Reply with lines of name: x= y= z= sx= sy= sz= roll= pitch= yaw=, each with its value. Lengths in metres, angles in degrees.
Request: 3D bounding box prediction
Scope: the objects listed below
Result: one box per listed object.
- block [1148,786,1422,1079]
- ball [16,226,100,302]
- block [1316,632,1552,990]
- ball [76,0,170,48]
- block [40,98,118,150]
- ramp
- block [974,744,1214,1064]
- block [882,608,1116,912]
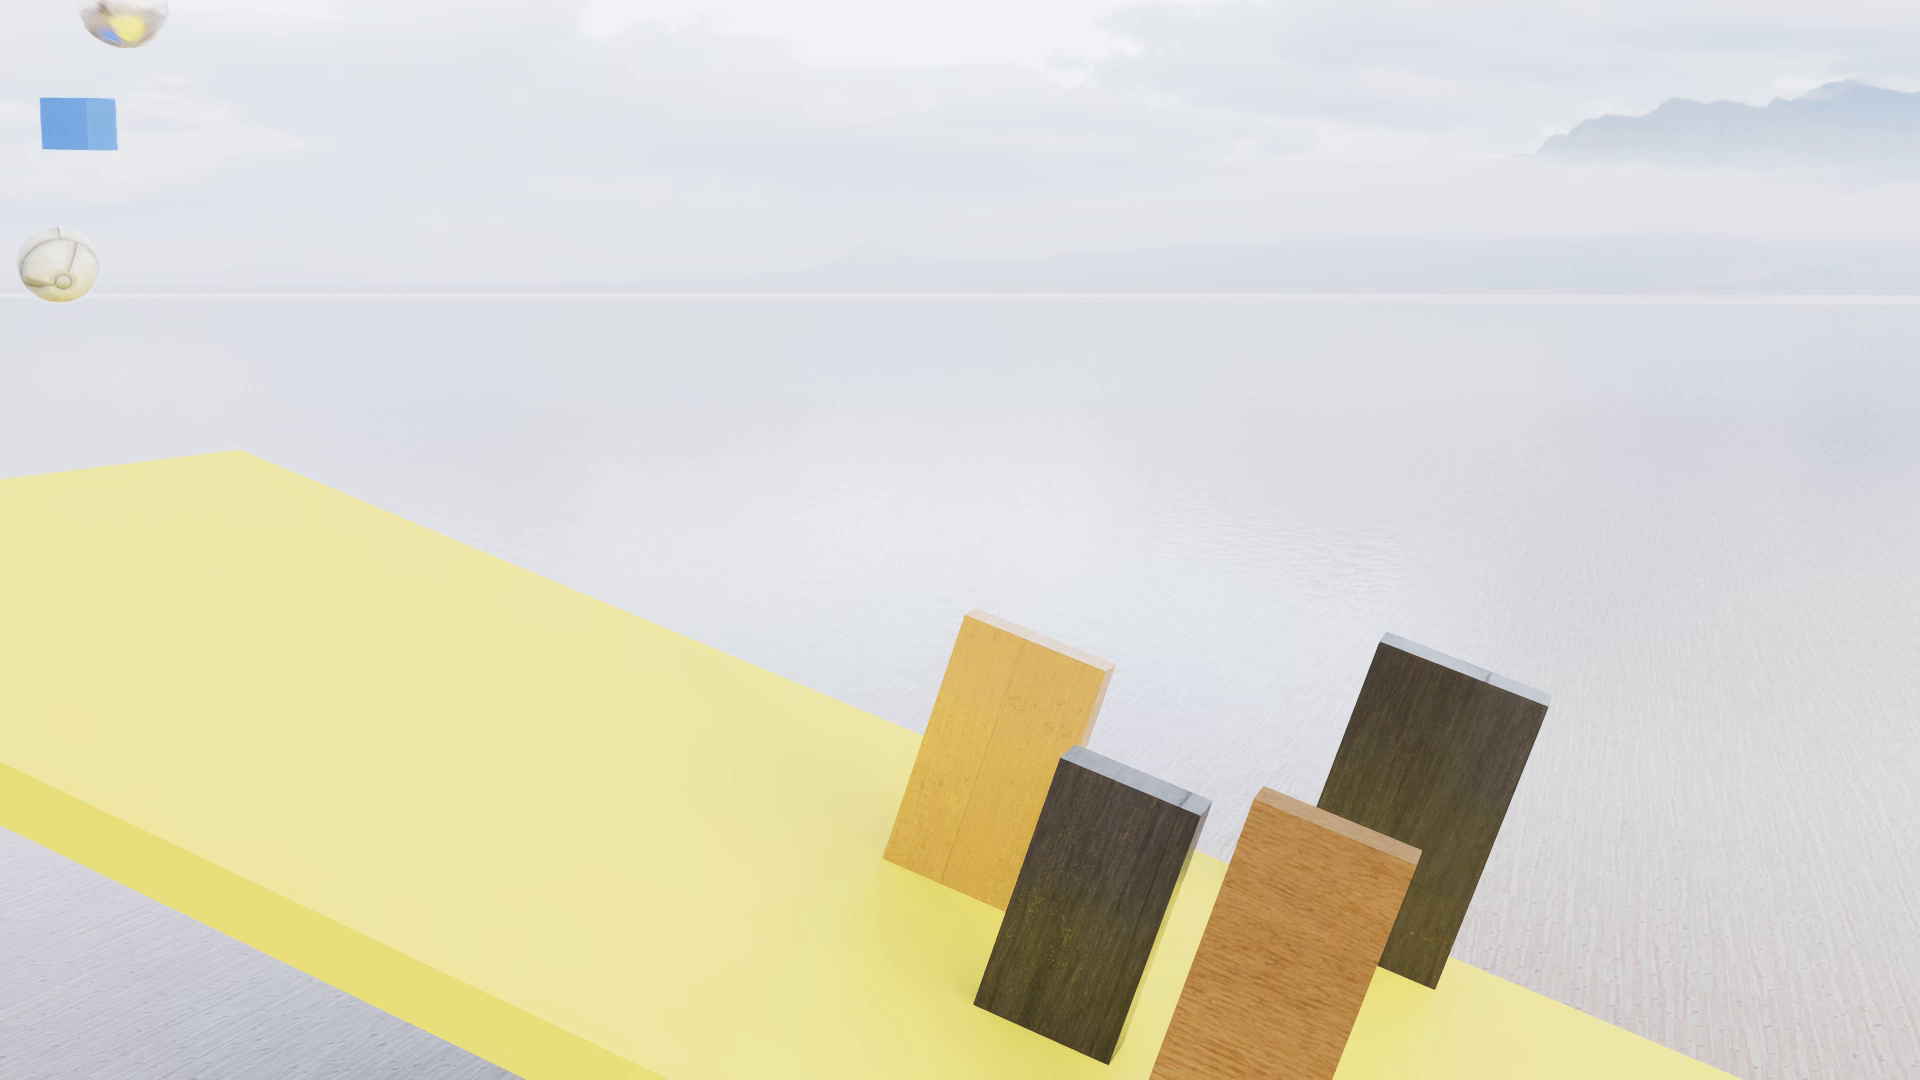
block: x=0.449 y=0.716 z=3.262 sx=0.248 sy=0.651 sz=0.086 roll=21 pitch=12 yaw=14
ball: x=-1.920 y=-0.588 z=4.683 sx=0.164 sy=0.164 sz=0.164 roll=0 pitch=7 yaw=0
block: x=0.955 y=0.571 z=4.662 sx=0.364 sy=0.654 sz=0.135 roll=21 pitch=12 yaw=14
ball: x=-1.843 y=-1.181 z=4.842 sx=0.195 sy=0.195 sz=0.195 roll=0 pitch=7 yaw=0
block: x=-1.943 y=-0.917 z=4.849 sx=0.112 sy=0.112 sz=0.112 roll=3 pitch=10 yaw=11
ramp: x=-0.345 y=0.641 z=4.218 sx=4.000 sy=0.100 sz=2.000 roll=21 pitch=12 yaw=14
block: x=0.227 y=0.624 z=3.773 sx=0.255 sy=0.471 sz=0.109 roll=21 pitch=12 yaw=14
block: x=0.074 y=0.433 z=4.278 sx=0.295 sy=0.522 sz=0.084 roll=21 pitch=12 yaw=14
